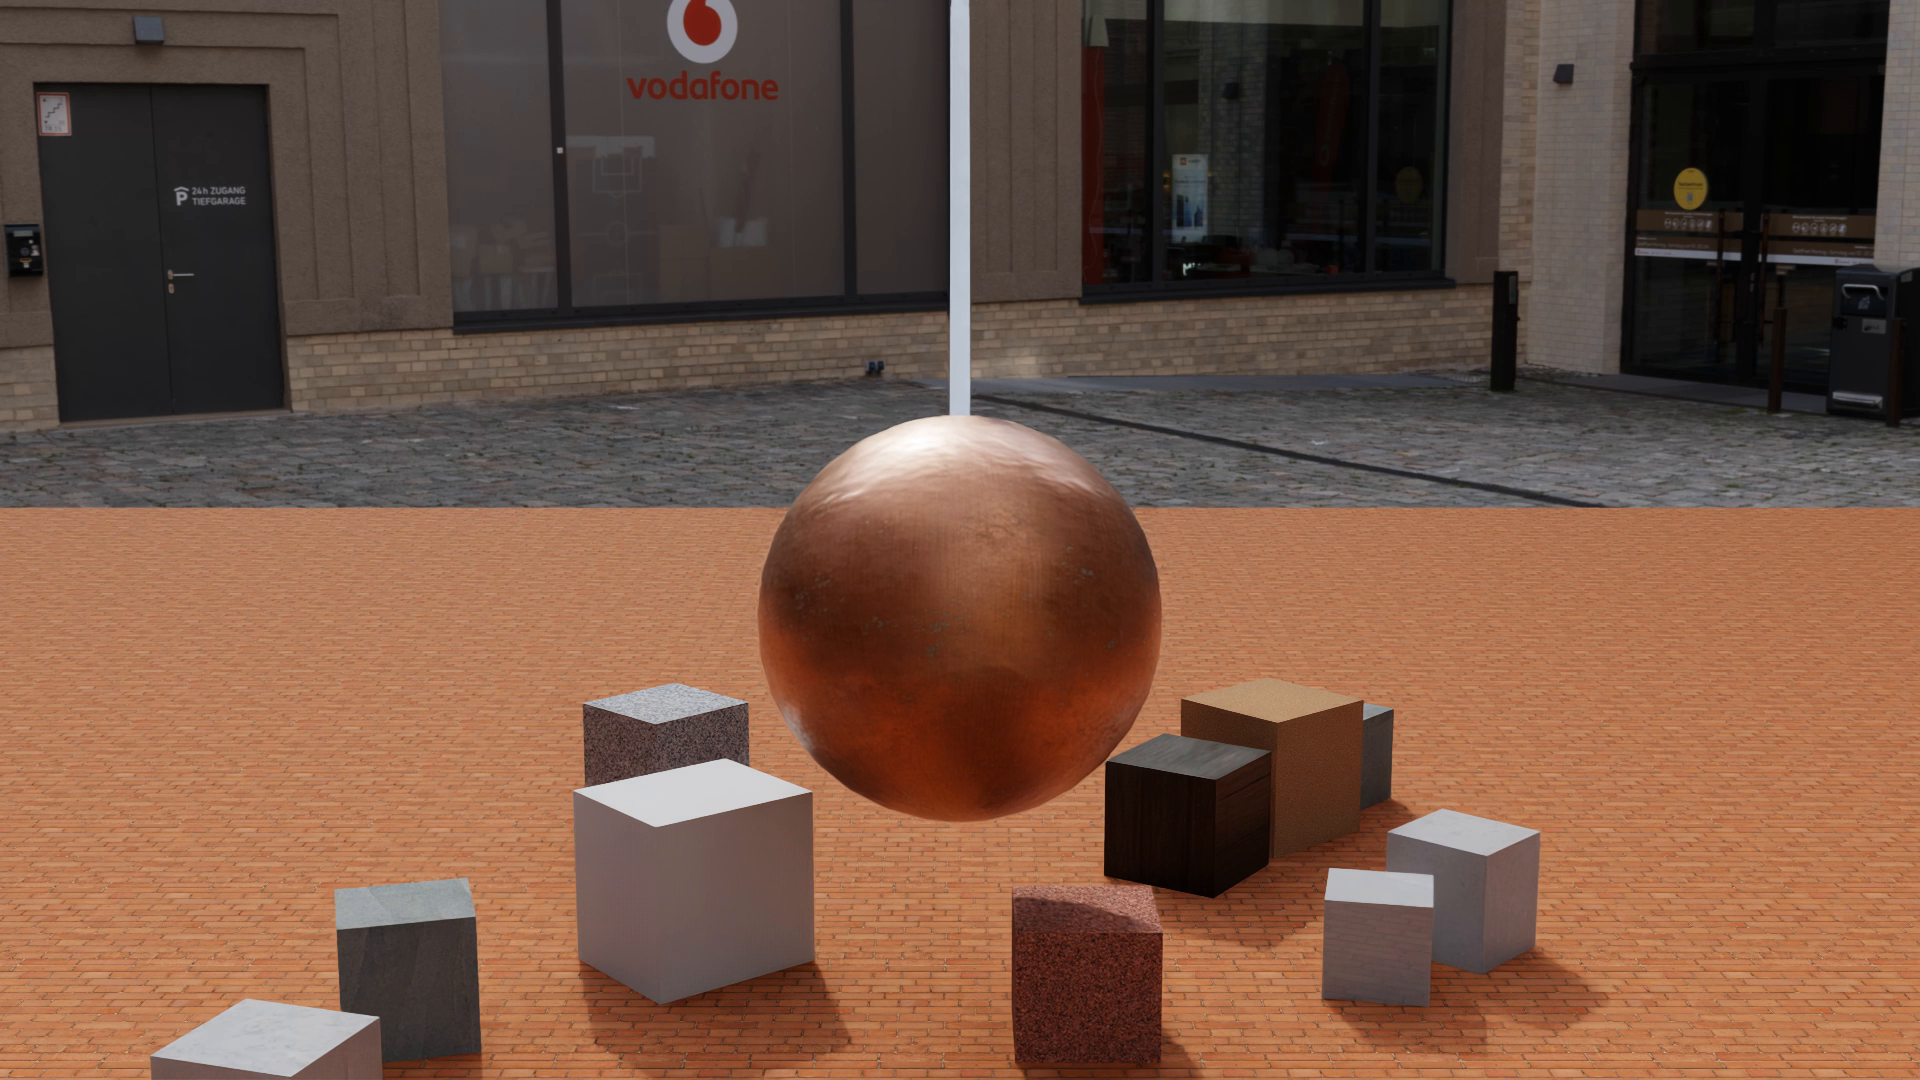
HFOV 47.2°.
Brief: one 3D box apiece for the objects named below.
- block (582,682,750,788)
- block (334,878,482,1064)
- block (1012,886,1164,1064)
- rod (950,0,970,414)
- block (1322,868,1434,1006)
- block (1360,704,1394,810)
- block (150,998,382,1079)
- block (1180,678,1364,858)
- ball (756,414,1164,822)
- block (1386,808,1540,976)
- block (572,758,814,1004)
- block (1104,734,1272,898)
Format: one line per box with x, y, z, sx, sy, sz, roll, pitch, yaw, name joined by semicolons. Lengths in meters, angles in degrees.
-1.515;1.158;11.374;0.600;0.652;0.604;10;14;43;block
-2.181;1.697;8.679;0.518;0.556;0.475;-3;11;-16;block
0.493;1.708;8.695;0.561;0.528;0.539;0;10;0;block
0.000;-2.987;9.531;0.080;5.200;0.080;0;-14;0;rod
1.755;1.662;9.230;0.438;0.428;0.414;2;11;12;block
2.002;1.159;11.804;0.432;0.497;0.505;9;13;40;block
-2.378;1.936;7.593;0.550;0.474;0.527;3;11;18;block
1.594;1.153;11.281;0.675;0.694;0.637;-9;14;-41;block
0.000;0.306;8.684;1.600;1.600;1.600;0;10;0;ball
2.200;1.534;9.648;0.488;0.530;0.462;9;14;42;block
-1.144;1.448;9.478;0.782;0.760;0.667;-8;13;-39;block
1.106;1.325;10.667;0.592;0.576;0.591;7;12;33;block
